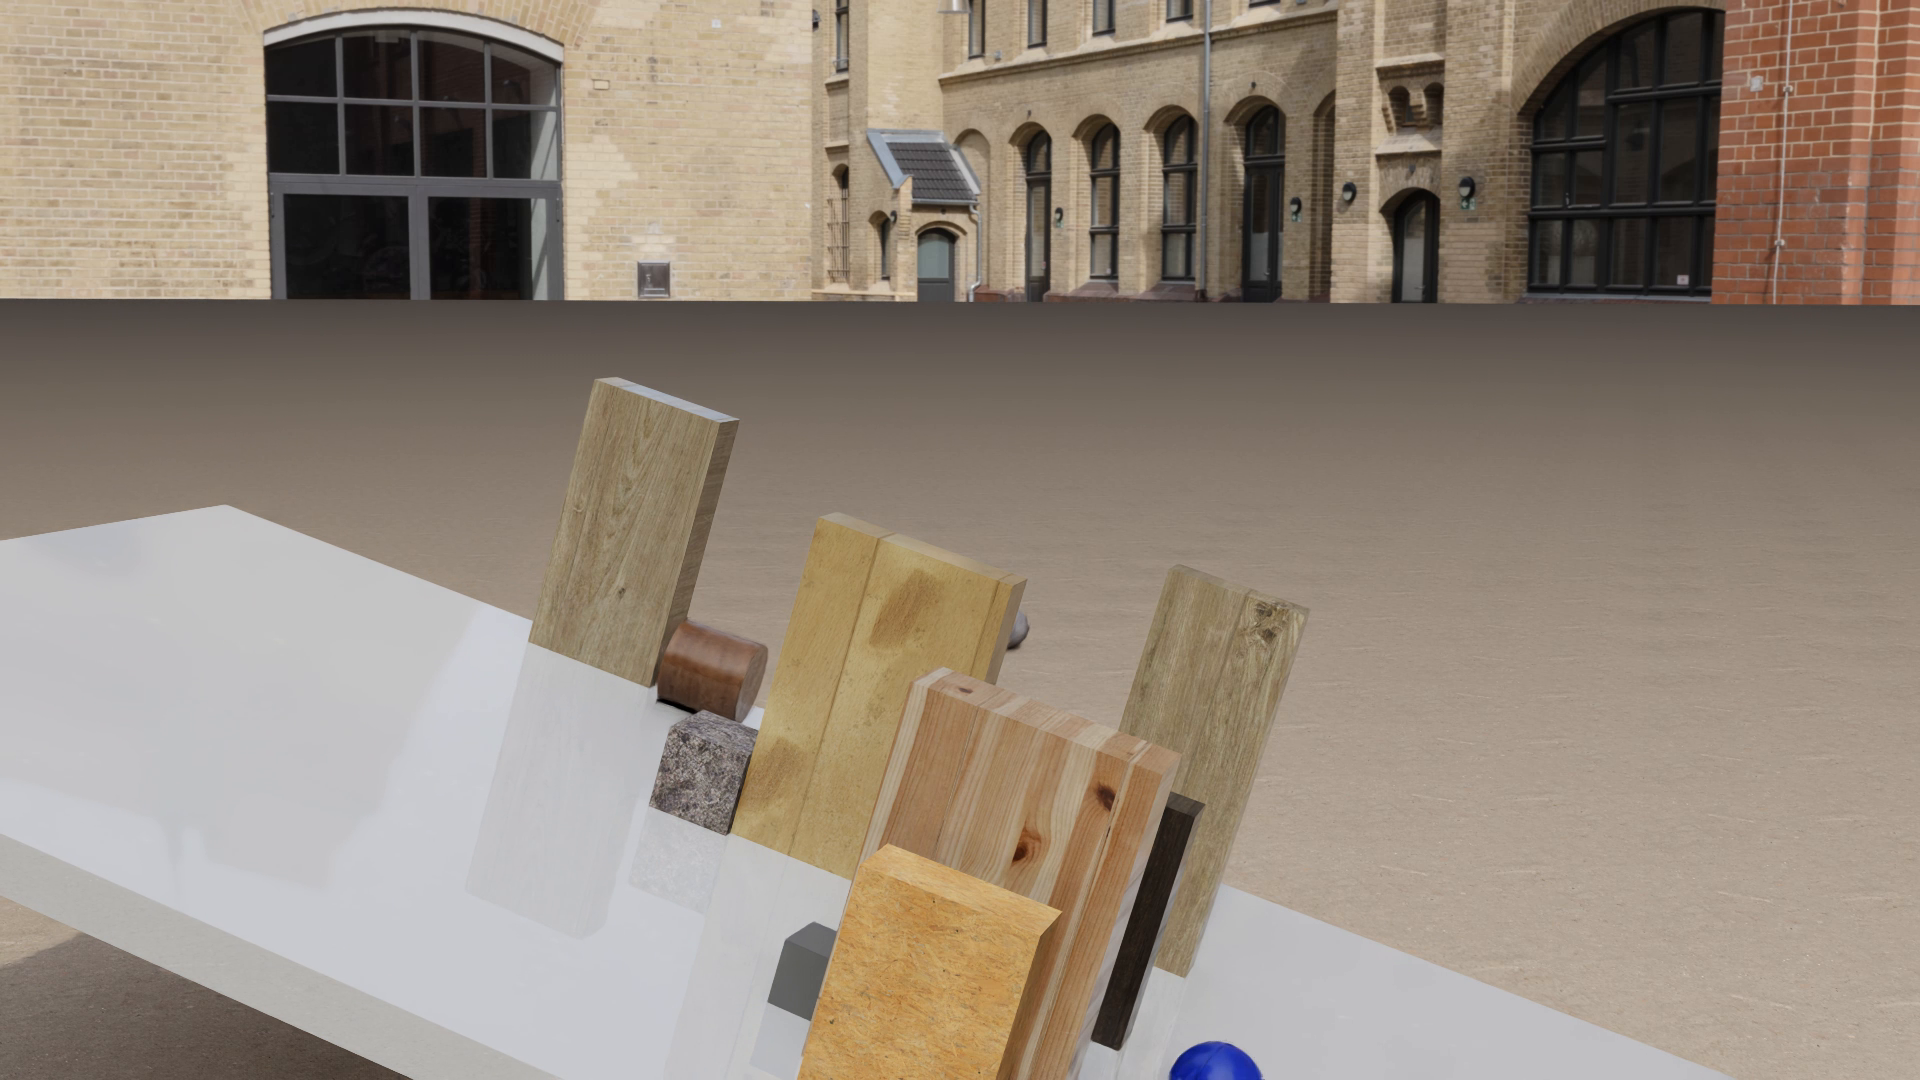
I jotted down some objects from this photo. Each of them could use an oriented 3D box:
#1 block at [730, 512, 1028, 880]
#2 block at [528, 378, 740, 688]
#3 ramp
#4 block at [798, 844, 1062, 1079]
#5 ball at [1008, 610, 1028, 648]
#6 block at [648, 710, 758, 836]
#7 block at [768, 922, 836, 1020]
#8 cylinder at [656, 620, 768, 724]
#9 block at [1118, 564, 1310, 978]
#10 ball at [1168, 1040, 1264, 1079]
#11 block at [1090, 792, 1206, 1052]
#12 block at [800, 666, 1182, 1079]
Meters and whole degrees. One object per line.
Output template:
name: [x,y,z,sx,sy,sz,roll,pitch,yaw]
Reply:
block: [-0.165,0.333,4.359,0.412,0.674,0.107,19,12,14]
block: [-0.776,-0.020,5.217,0.330,0.659,0.117,19,12,14]
ramp: [-0.369,0.711,4.234,4.000,0.100,2.000,19,12,14]
block: [-0.055,0.718,3.333,0.290,0.418,0.128,19,12,14]
ball: [0.237,0.435,10.925,0.207,0.207,0.207,0,7,0]
block: [-0.501,0.473,4.487,0.174,0.174,0.174,19,12,13]
block: [-0.237,0.739,3.738,0.117,0.117,0.117,20,12,17]
cylinder: [-0.575,0.307,5.116,0.195,0.195,0.195,18,10,8]
block: [0.440,0.458,4.363,0.277,0.771,0.090,19,12,14]
ball: [0.427,0.922,3.673,0.166,0.166,0.166,0,7,0]
block: [0.169,0.626,3.982,0.421,0.457,0.101,19,12,14]
block: [0.046,0.586,3.509,0.419,0.652,0.149,19,12,14]
